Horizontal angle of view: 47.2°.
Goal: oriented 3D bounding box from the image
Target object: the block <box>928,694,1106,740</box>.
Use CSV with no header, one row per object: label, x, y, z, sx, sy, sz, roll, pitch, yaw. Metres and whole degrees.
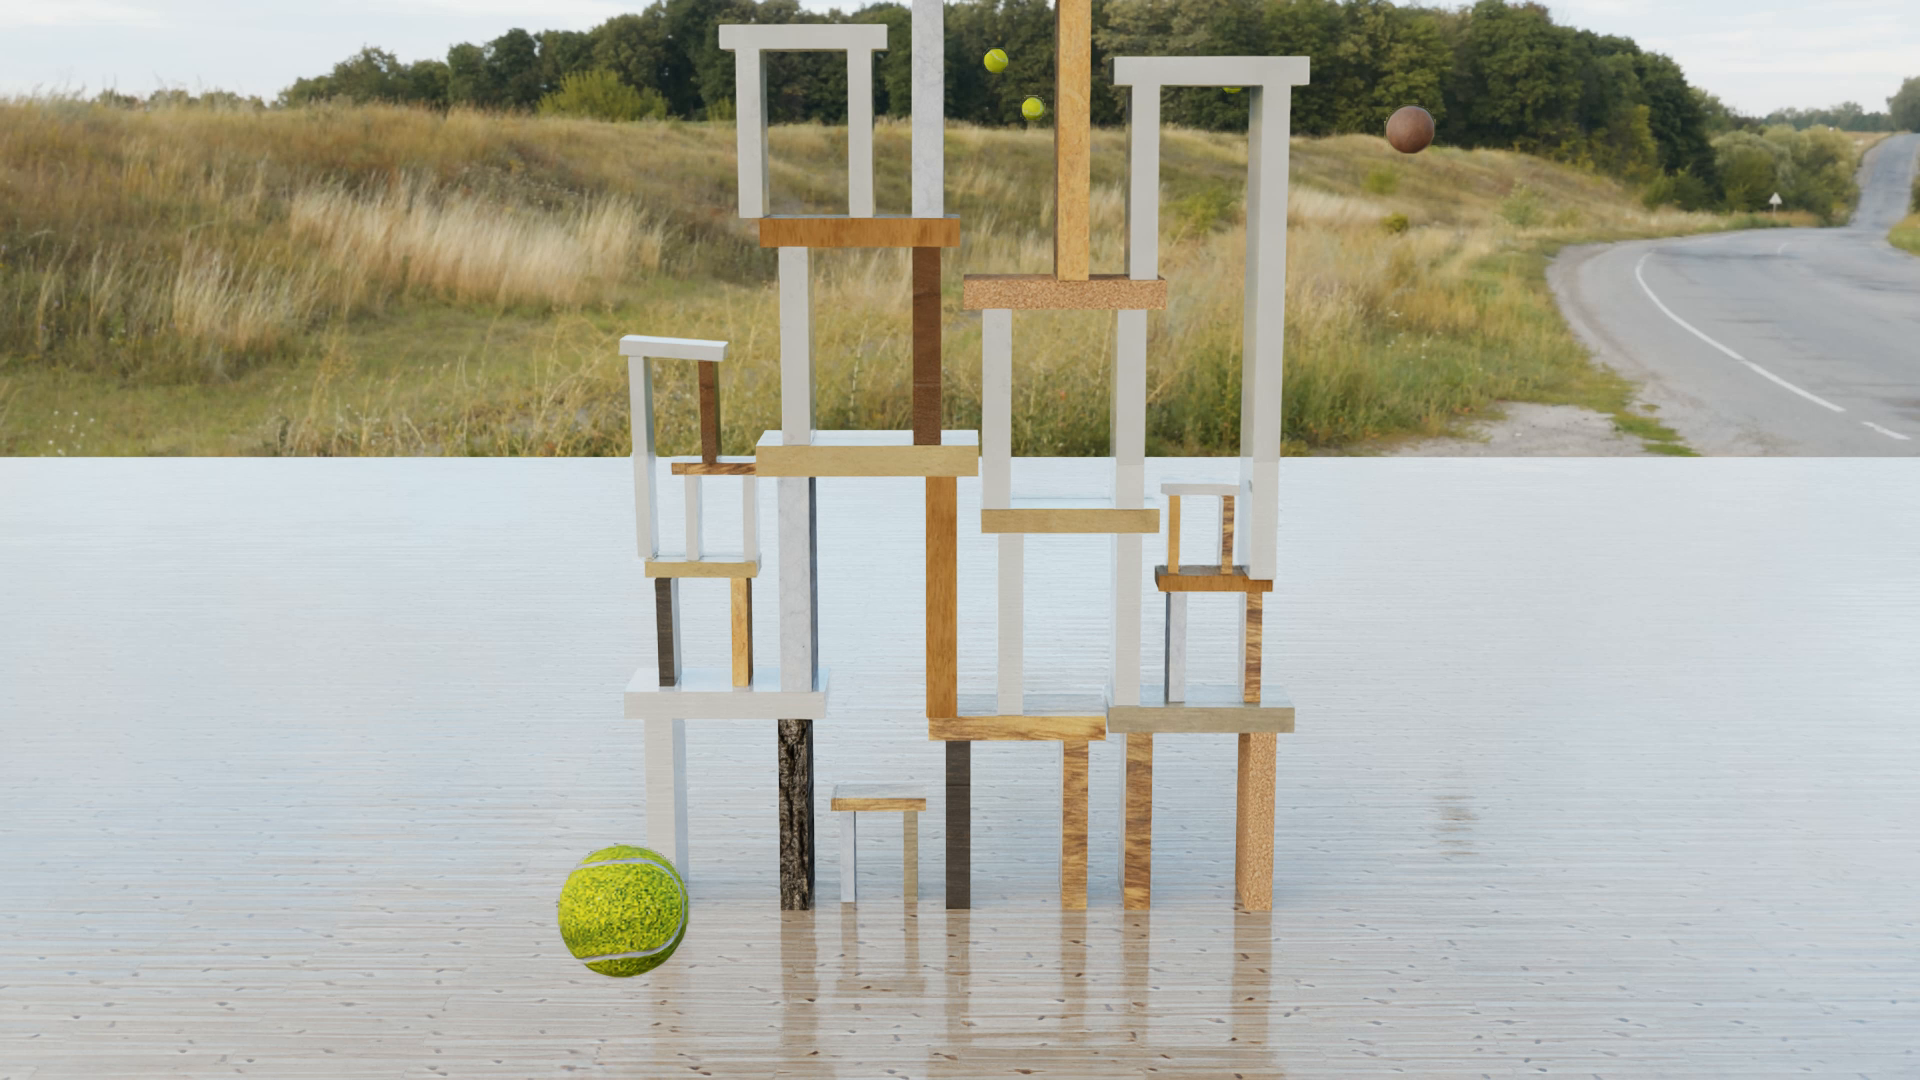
block,0.092,0.290,3.610,0.285,0.040,0.143,0,11,0

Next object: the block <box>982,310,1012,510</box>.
block,0.058,-0.218,3.519,0.045,0.315,0.157,0,11,0

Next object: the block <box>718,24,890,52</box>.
block,-0.239,-0.779,3.415,0.256,0.036,0.128,0,11,0

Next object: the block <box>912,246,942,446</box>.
block,-0.052,-0.315,3.497,0.044,0.309,0.154,0,11,0

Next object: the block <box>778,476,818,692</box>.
block,-0.262,0.056,3.573,0.049,0.349,0.175,0,11,0

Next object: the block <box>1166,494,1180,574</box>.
block,0.346,-0.015,3.563,0.018,0.127,0.063,1,11,3

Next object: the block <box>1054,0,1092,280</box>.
block,0.175,-0.629,3.444,0.048,0.431,0.168,0,11,0

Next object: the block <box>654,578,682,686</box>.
block,-0.475,0.140,3.584,0.025,0.179,0.090,-1,11,0

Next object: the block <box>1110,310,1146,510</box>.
block,0.268,-0.217,3.519,0.045,0.315,0.158,0,11,0

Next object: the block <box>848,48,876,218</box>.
block,-0.153,-0.636,3.442,0.036,0.256,0.128,0,11,0

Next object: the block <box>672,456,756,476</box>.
block,-0.390,-0.120,3.537,0.140,0.020,0.070,0,11,0

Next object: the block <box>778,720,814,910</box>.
block,-0.270,0.432,3.640,0.046,0.322,0.161,0,11,0

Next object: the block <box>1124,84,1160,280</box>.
block,0.285,-0.563,3.457,0.042,0.297,0.149,0,11,1

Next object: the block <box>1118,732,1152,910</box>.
block,0.289,0.444,3.639,0.042,0.299,0.149,0,11,0

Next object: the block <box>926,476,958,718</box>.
block,-0.030,0.077,3.577,0.049,0.391,0.175,0,11,0

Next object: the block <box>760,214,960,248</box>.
block,-0.155,-0.488,3.464,0.309,0.044,0.154,0,11,0

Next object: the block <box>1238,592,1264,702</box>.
block,0.473,0.165,3.590,0.026,0.183,0.091,0,11,0

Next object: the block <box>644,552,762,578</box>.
block,-0.415,0.040,3.564,0.179,0.025,0.090,0,11,0

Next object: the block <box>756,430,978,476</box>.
block,-0.146,-0.140,3.537,0.349,0.049,0.175,0,11,0

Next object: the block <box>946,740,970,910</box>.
block,-0.003,0.450,3.640,0.040,0.285,0.143,0,11,0

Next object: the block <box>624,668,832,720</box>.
block,-0.378,0.251,3.606,0.322,0.046,0.161,0,11,0

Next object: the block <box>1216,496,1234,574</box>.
block,0.430,-0.014,3.562,0.018,0.127,0.063,0,11,0

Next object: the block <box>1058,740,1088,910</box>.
block,0.187,0.450,3.640,0.040,0.285,0.143,0,11,0

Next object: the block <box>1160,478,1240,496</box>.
block,0.388,-0.087,3.556,0.127,0.018,0.063,1,11,5

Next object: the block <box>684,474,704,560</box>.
block,-0.430,-0.042,3.553,0.020,0.140,0.070,0,11,0

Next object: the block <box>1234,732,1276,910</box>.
block,0.489,0.444,3.639,0.042,0.299,0.149,0,11,0

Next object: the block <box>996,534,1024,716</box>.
block,0.081,0.123,3.584,0.040,0.298,0.141,0,11,0

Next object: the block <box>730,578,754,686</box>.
block,-0.355,0.141,3.584,0.025,0.179,0.090,0,11,0

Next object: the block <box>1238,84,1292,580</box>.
block,0.482,-0.330,3.499,0.042,0.771,0.148,0,11,-1

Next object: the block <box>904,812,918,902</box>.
block,-0.082,0.514,3.654,0.022,0.156,0.078,0,11,0

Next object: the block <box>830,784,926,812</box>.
block,-0.133,0.426,3.638,0.156,0.022,0.078,0,11,0

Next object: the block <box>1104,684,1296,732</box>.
block,0.389,0.276,3.608,0.299,0.042,0.149,0,11,0

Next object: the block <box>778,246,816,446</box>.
block,-0.257,-0.314,3.496,0.044,0.309,0.154,0,11,0

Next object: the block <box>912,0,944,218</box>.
block,-0.049,-0.675,3.433,0.048,0.336,0.168,0,11,0

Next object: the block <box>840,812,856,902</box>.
block,-0.185,0.514,3.654,0.022,0.156,0.078,0,11,0

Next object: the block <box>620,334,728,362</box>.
block,-0.454,-0.305,3.499,0.163,0.023,0.081,4,11,-1

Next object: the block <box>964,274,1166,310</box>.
block,0.163,-0.394,3.487,0.315,0.045,0.158,0,11,0

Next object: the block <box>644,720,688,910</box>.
block,-0.485,0.432,3.640,0.046,0.322,0.161,0,11,0

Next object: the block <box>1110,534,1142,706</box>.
block,0.269,0.115,3.582,0.040,0.283,0.141,0,11,0

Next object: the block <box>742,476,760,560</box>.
block,-0.337,-0.041,3.553,0.020,0.140,0.070,0,11,0

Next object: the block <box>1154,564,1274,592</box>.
block,0.411,0.062,3.571,0.183,0.026,0.091,0,11,0

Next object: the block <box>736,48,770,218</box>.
block,-0.324,-0.636,3.442,0.036,0.256,0.128,0,11,0

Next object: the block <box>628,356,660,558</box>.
block,-0.507,-0.138,3.531,0.023,0.322,0.081,-1,11,1

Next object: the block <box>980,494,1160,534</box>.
block,0.175,-0.043,3.553,0.283,0.040,0.141,0,11,0

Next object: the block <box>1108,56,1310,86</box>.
block,0.385,-0.729,3.425,0.297,0.042,0.148,0,11,0

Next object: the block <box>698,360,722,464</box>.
block,-0.400,-0.209,3.517,0.023,0.163,0.081,-1,11,0

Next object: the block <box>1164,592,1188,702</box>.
block,0.352,0.165,3.591,0.026,0.183,0.091,0,11,0
